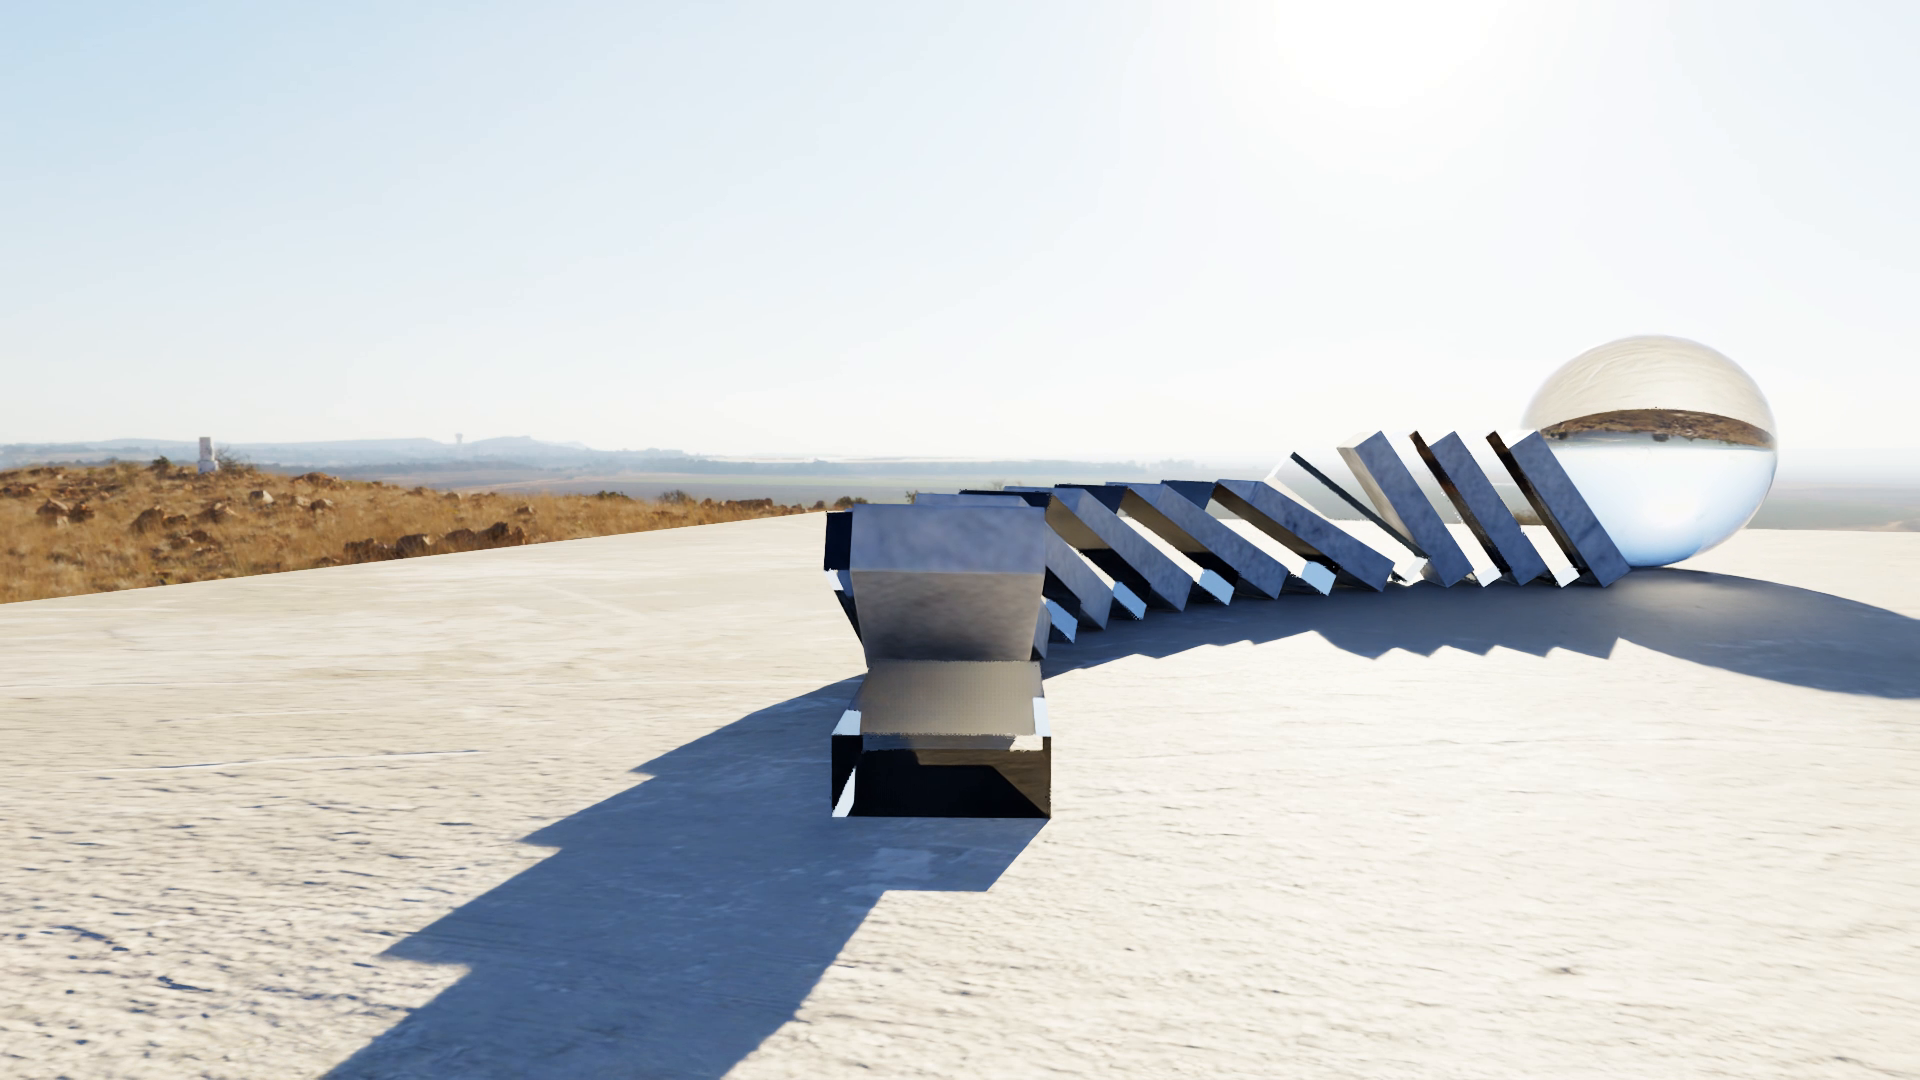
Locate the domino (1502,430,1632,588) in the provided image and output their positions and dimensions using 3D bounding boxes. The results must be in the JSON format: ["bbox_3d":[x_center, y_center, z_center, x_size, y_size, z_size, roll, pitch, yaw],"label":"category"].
[{"bbox_3d":[0.182,-0.010,0.391,0.010,0.050,0.025,-34,0,8],"label":"domino"}]

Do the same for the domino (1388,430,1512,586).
[{"bbox_3d":[0.147,-0.010,0.394,0.010,0.050,0.025,-34,0,8],"label":"domino"}]

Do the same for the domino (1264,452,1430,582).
[{"bbox_3d":[0.117,-0.007,0.389,0.050,0.010,0.025,39,4,6],"label":"domino"}]

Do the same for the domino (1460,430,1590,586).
[{"bbox_3d":[0.170,-0.010,0.393,0.009,0.050,0.025,-34,0,8],"label":"domino"}]

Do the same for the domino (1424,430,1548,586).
[{"bbox_3d":[0.159,-0.010,0.395,0.009,0.050,0.025,-34,0,8],"label":"domino"}]

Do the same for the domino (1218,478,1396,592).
[{"bbox_3d":[0.099,-0.002,0.373,0.050,0.010,0.025,29,-5,-17],"label":"domino"}]

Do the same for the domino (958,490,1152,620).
[{"bbox_3d":[0.022,0.004,0.300,0.025,0.010,0.050,3,-23,38],"label":"domino"}]

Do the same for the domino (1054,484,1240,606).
[{"bbox_3d":[0.048,0.001,0.334,0.050,0.009,0.025,33,-17,-37],"label":"domino"}]

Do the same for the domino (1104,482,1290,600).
[{"bbox_3d":[0.063,0.000,0.350,0.050,0.009,0.025,30,-12,-29],"label":"domino"}]

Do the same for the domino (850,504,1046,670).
[{"bbox_3d":[-0.002,0.010,0.189,0.025,0.009,0.050,1,-24,0],"label":"domino"}]

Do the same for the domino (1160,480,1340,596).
[{"bbox_3d":[0.080,-0.001,0.361,0.050,0.009,0.025,30,-10,-26],"label":"domino"}]

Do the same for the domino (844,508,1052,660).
[{"bbox_3d":[-0.001,0.009,0.237,0.025,0.010,0.050,1,-23,19],"label":"domino"}]

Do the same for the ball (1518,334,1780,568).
[{"bbox_3d":[0.234,-0.030,0.440,0.080,0.080,0.080,0,4,0],"label":"ball"}]

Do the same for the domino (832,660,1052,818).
[{"bbox_3d":[-0.001,0.025,0.171,0.025,0.010,0.050,0,4,2],"label":"domino"}]

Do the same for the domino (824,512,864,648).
[{"bbox_3d":[-0.005,0.010,0.212,0.025,0.010,0.050,-2,-25,6],"label":"domino"}]

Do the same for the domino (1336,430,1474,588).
[{"bbox_3d":[0.135,-0.010,0.391,0.010,0.050,0.025,-34,1,6],"label":"domino"}]

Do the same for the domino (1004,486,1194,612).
[{"bbox_3d":[0.034,0.003,0.319,0.025,0.009,0.050,4,-22,45],"label":"domino"}]

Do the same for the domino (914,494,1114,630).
[{"bbox_3d":[0.012,0.005,0.282,0.025,0.010,0.050,3,-23,32],"label":"domino"}]

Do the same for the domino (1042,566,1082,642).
[{"bbox_3d":[0.004,0.008,0.261,0.025,0.009,0.050,2,-21,27],"label":"domino"}]
